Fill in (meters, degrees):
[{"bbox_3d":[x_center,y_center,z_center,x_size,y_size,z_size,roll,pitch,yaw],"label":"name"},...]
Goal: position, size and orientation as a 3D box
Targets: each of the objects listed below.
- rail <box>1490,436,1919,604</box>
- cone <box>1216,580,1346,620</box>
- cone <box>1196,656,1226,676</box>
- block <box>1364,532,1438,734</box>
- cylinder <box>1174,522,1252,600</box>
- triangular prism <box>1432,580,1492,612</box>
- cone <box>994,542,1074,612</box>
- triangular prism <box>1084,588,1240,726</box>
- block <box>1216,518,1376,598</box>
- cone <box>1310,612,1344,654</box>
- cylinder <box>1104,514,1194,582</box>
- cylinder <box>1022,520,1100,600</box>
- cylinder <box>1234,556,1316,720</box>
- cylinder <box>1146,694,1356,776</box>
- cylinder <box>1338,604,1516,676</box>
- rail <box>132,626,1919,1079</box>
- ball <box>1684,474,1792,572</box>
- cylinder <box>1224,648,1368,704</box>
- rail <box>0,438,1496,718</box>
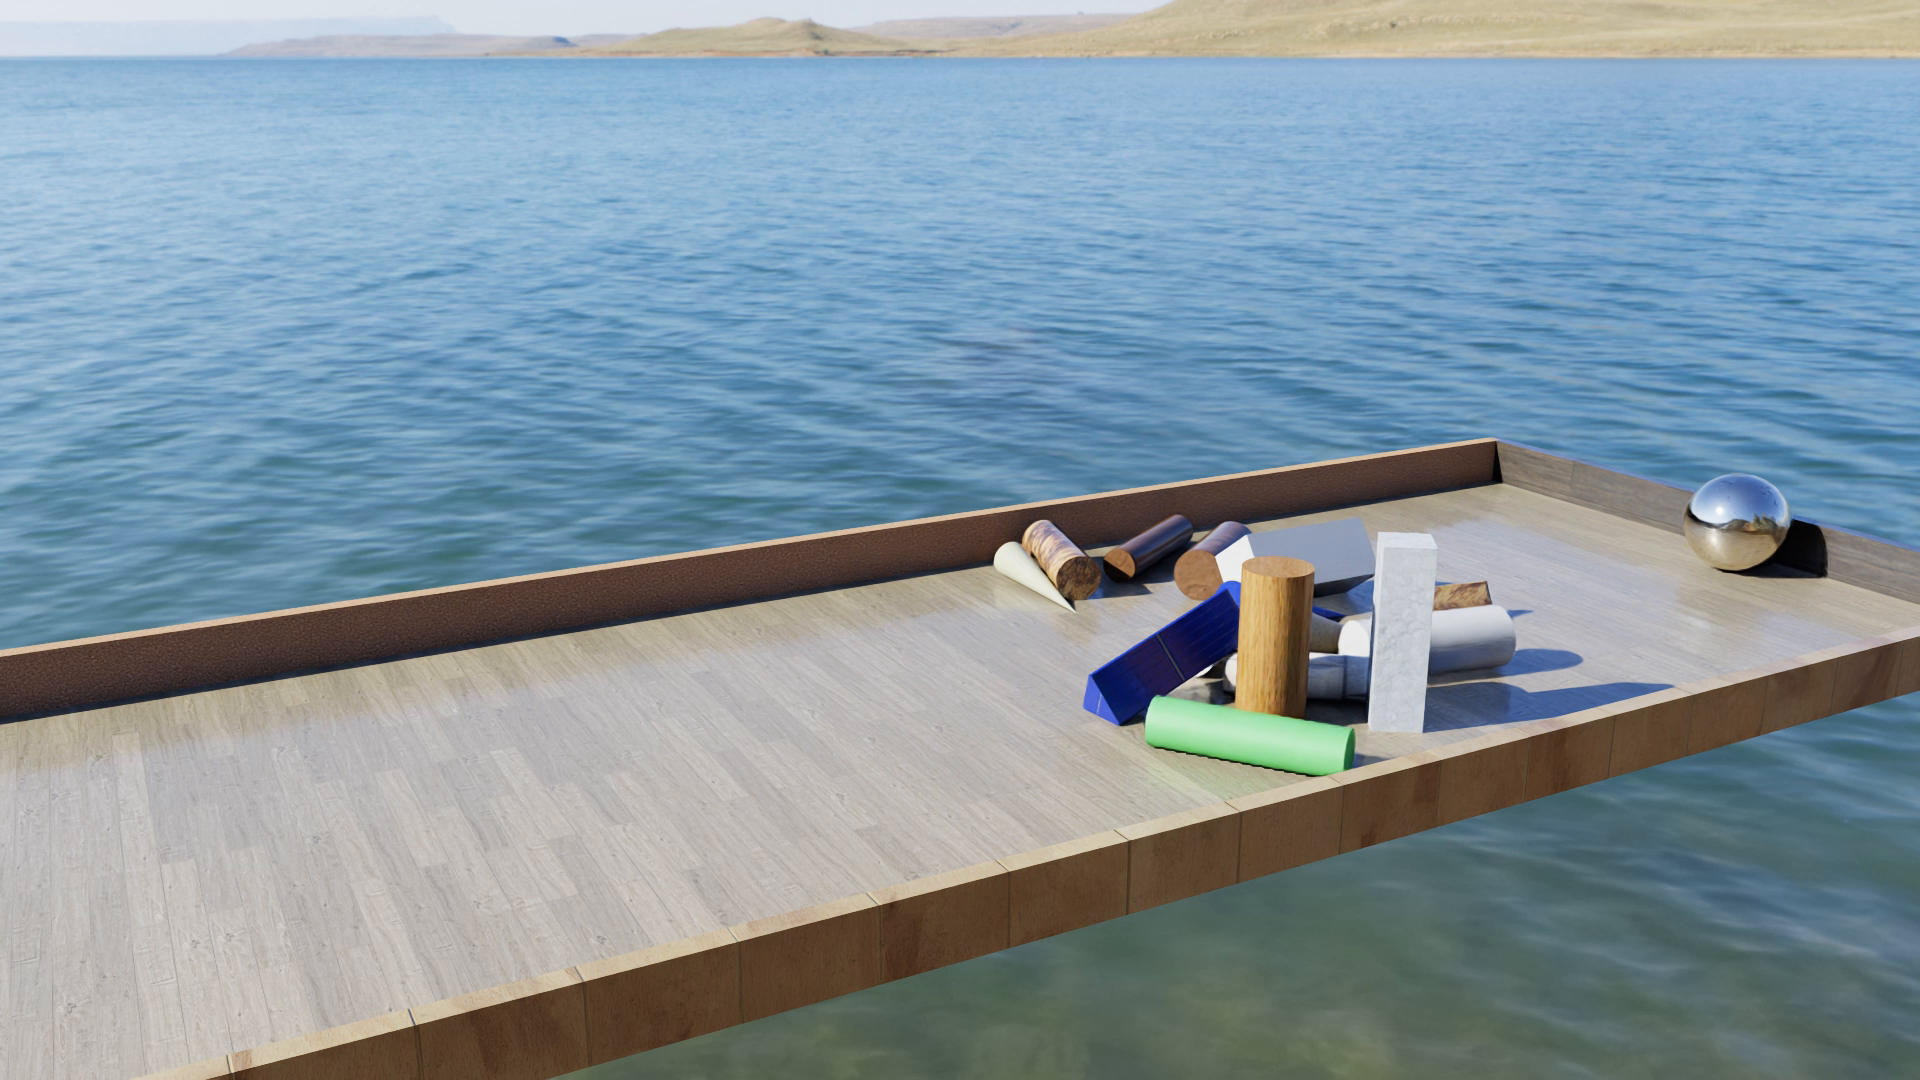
[{"bbox_3d":[2.466,-0.048,5.253,0.050,0.150,2.100,-9,18,-27],"label":"rail"},{"bbox_3d":[0.907,0.201,4.529,0.415,0.163,0.163,4,13,-30],"label":"cone"},{"bbox_3d":[0.678,0.276,4.302,0.132,0.132,0.316,12,8,34],"label":"cone"},{"bbox_3d":[1.023,0.215,3.830,0.119,0.447,0.119,2,17,7],"label":"block"},{"bbox_3d":[0.759,0.059,4.884,0.152,0.152,0.335,8,18,24],"label":"cylinder"},{"bbox_3d":[1.325,0.175,4.570,0.301,0.101,0.116,-5,18,-18],"label":"triangular prism"},{"bbox_3d":[0.240,0.131,4.814,0.107,0.107,0.408,-8,26,-25],"label":"cone"},{"bbox_3d":[0.495,0.268,3.988,0.446,0.117,0.136,-30,28,-25],"label":"triangular prism"},{"bbox_3d":[0.962,0.069,4.694,0.404,0.171,0.171,-8,-18,-26],"label":"block"},{"bbox_3d":[0.986,0.259,4.328,0.394,0.168,0.168,9,14,-13],"label":"cone"},{"bbox_3d":[0.585,0.023,5.092,0.104,0.104,0.446,9,19,29],"label":"cylinder"},{"bbox_3d":[0.299,0.056,4.927,0.134,0.134,0.394,-4,17,-12],"label":"cylinder"},{"bbox_3d":[0.734,0.243,3.856,0.166,0.379,0.166,0,16,0],"label":"cylinder"},{"bbox_3d":[0.642,0.437,3.665,0.446,0.115,0.115,8,18,25],"label":"cylinder"},{"bbox_3d":[1.183,0.263,4.177,0.412,0.160,0.160,-5,17,-17],"label":"cylinder"},{"bbox_3d":[-2.336,1.006,1.665,12.000,0.150,0.050,-9,18,-27],"label":"rail"},{"bbox_3d":[2.360,-0.054,5.007,0.299,0.299,0.299,0,16,0],"label":"ball"},{"bbox_3d":[0.844,0.331,4.027,0.391,0.114,0.114,3,17,10],"label":"cylinder"},{"bbox_3d":[-3.305,0.497,3.399,12.000,0.150,0.050,-9,18,-27],"label":"rail"}]
